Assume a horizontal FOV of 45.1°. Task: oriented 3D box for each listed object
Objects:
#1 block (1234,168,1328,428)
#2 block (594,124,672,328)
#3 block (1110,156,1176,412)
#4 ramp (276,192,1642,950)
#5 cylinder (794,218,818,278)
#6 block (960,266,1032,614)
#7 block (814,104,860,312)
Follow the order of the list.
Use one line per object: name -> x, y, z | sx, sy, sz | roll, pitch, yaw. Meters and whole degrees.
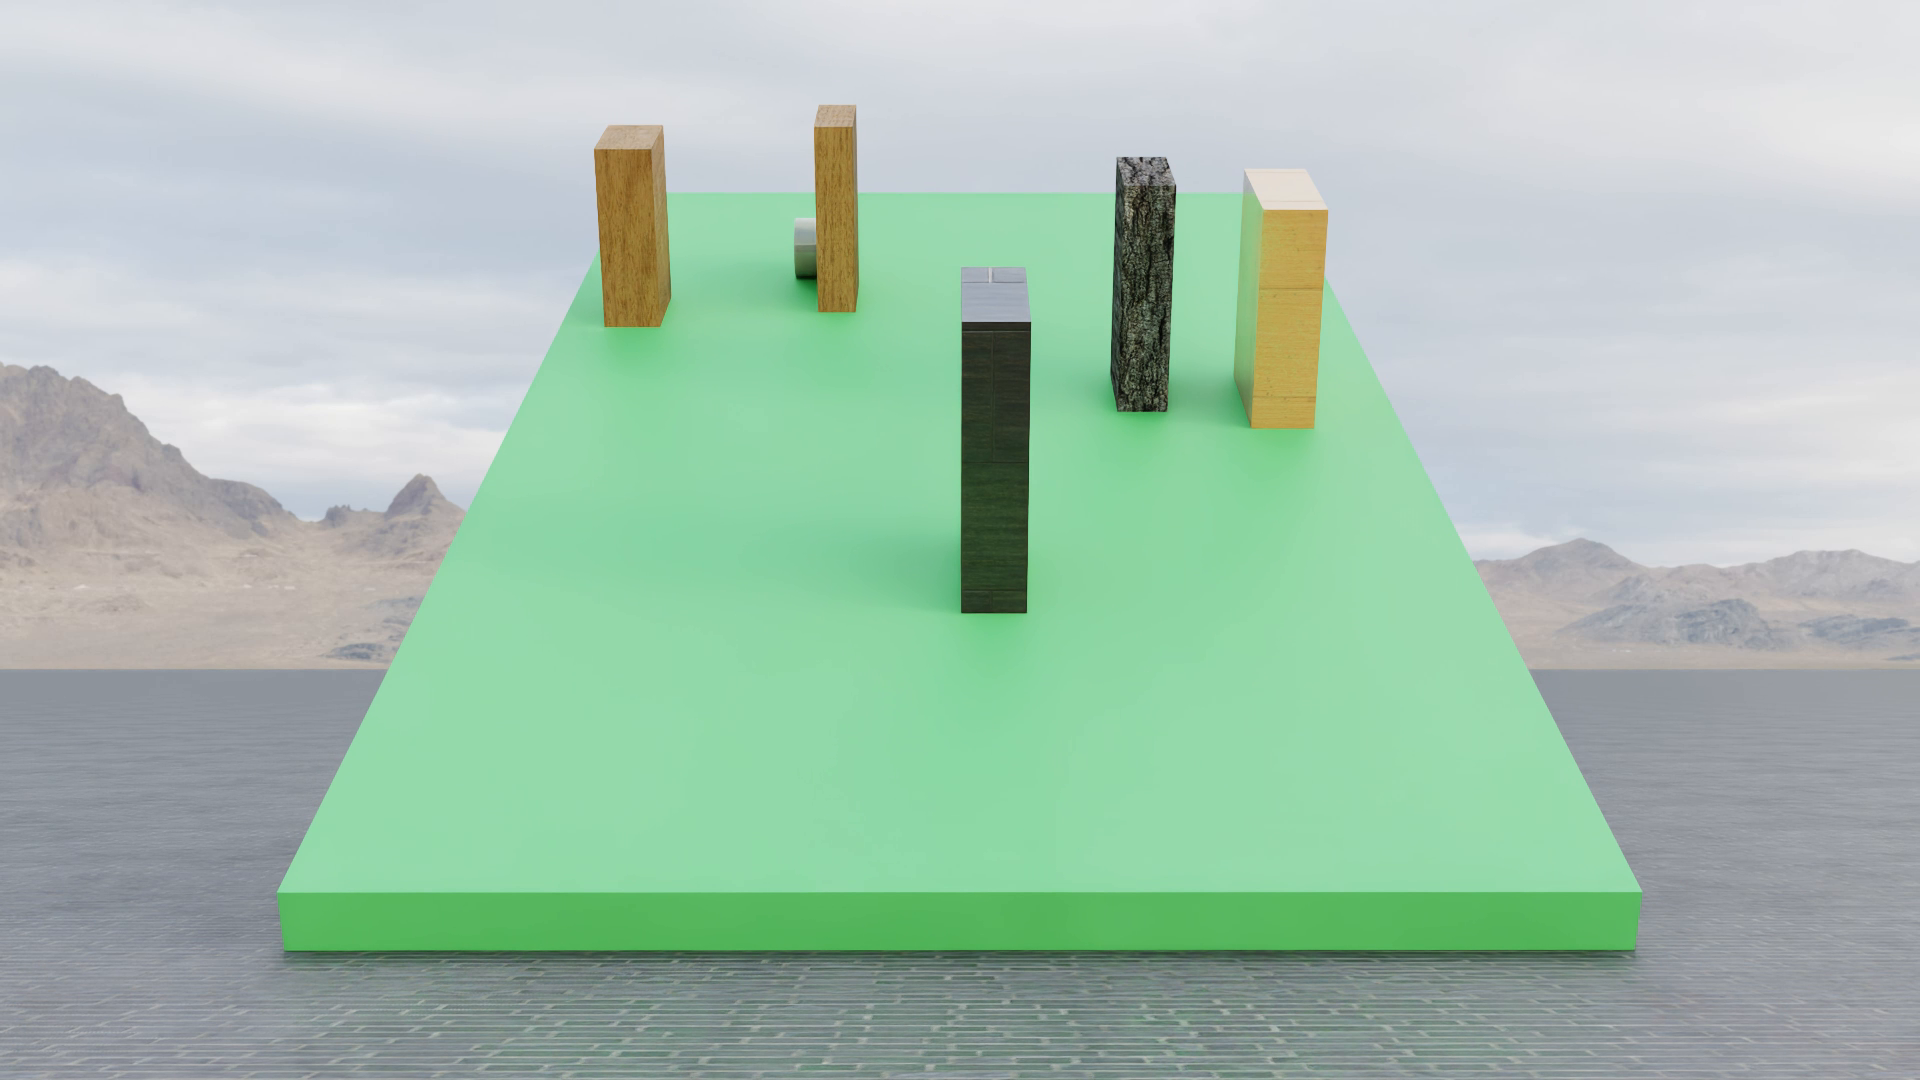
block -> 0.722, -0.550, 5.241 | 0.141, 0.503, 0.354 | 0, 23, 0
block -> -0.827, -0.798, 5.873 | 0.140, 0.455, 0.259 | 0, 23, 0
block -> 0.416, -0.586, 5.294 | 0.114, 0.526, 0.262 | 0, 23, 0
ramp -> -0.007, -0.226, 5.247 | 2.000, 0.100, 4.000 | 0, 23, 0
cylinder -> -0.362, -0.787, 6.228 | 0.158, 0.158, 0.158 | -2, -3, 1
block -> 0.063, -0.190, 4.320 | 0.122, 0.564, 0.338 | 0, 23, 0
block -> -0.317, -0.857, 5.977 | 0.097, 0.483, 0.248 | 0, 23, 0
